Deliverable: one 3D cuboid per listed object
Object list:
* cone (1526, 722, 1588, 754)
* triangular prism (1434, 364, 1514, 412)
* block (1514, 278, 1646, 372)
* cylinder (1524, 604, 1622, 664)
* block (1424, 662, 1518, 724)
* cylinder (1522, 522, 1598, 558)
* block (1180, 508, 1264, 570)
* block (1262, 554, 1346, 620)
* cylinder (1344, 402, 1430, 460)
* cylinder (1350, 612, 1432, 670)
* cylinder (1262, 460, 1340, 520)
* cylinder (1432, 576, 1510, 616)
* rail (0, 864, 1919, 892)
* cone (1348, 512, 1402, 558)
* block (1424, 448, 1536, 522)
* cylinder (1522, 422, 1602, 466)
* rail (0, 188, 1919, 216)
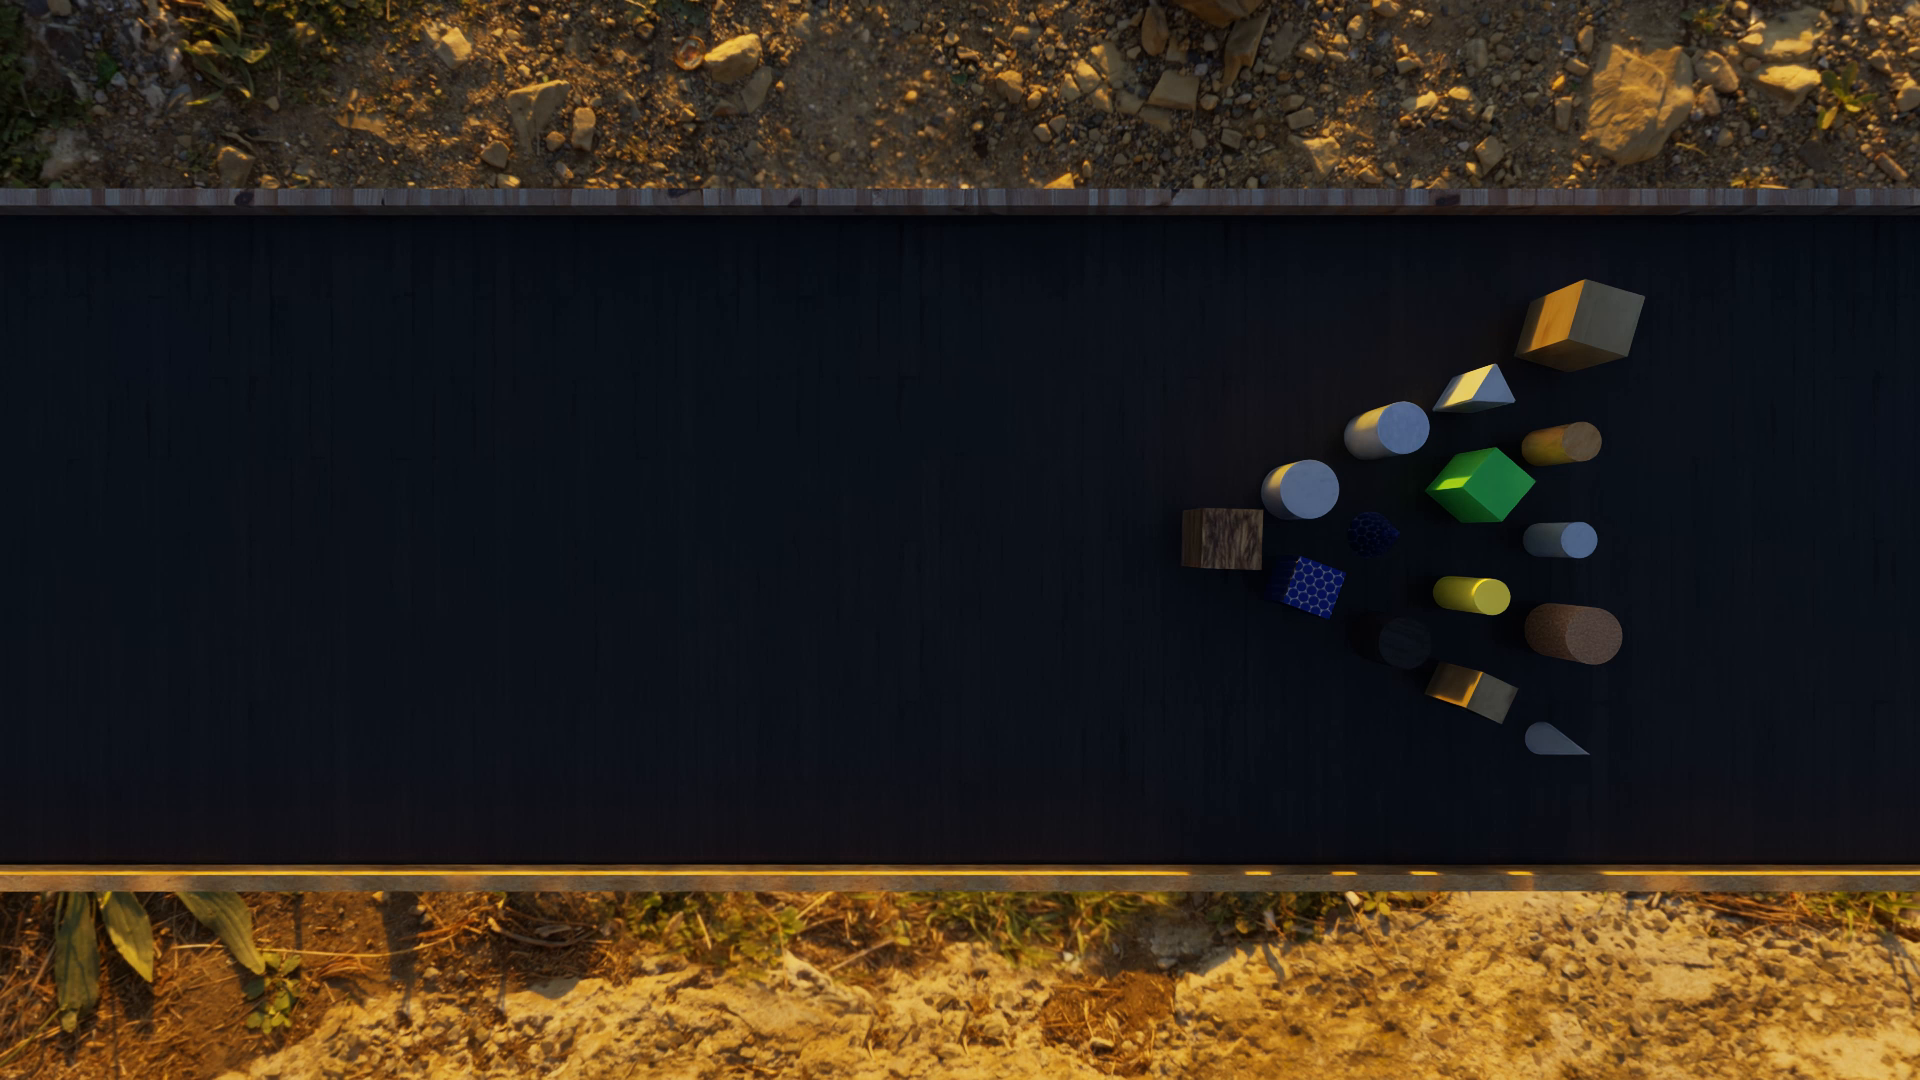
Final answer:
[{"bbox_3d":[1.790,0.610,4.880,0.103,0.393,0.103,0,90,0],"label":"cone"},{"bbox_3d":[1.518,-0.448,4.880,0.122,0.394,0.106,3,90,0],"label":"triangular prism"},{"bbox_3d":[1.815,-0.624,4.853,0.176,0.447,0.176,16,90,0],"label":"block"},{"bbox_3d":[1.818,0.276,4.903,0.164,0.347,0.164,0,90,0],"label":"cylinder"},{"bbox_3d":[1.503,0.446,4.866,0.111,0.421,0.111,25,90,0],"label":"block"},{"bbox_3d":[1.785,0.000,4.915,0.105,0.323,0.105,0,90,0],"label":"cylinder"},{"bbox_3d":[0.767,-0.003,4.863,0.170,0.428,0.170,2,90,0],"label":"block"},{"bbox_3d":[1.023,0.137,4.916,0.142,0.320,0.142,20,90,0],"label":"block"},{"bbox_3d":[1.256,-0.318,4.874,0.149,0.405,0.149,0,90,0],"label":"cylinder"},{"bbox_3d":[1.279,0.296,4.907,0.153,0.339,0.153,0,90,0],"label":"cylinder"},{"bbox_3d":[1.012,-0.147,4.925,0.171,0.304,0.171,0,90,0],"label":"cylinder"},{"bbox_3d":[1.507,0.162,4.873,0.103,0.407,0.103,0,90,0],"label":"cylinder"},{"bbox_3d":[-2.247,1.025,5.001,12.000,0.150,0.050,0,90,0],"label":"rail"},{"bbox_3d":[1.264,-0.015,4.898,0.144,0.357,0.144,0,90,0],"label":"cone"},{"bbox_3d":[1.535,-0.159,4.887,0.151,0.380,0.151,41,90,0],"label":"block"},{"bbox_3d":[1.785,-0.283,4.905,0.114,0.344,0.114,0,90,0],"label":"cylinder"},{"bbox_3d":[-2.247,-1.025,5.002,12.000,0.150,0.050,0,90,0],"label":"rail"}]
